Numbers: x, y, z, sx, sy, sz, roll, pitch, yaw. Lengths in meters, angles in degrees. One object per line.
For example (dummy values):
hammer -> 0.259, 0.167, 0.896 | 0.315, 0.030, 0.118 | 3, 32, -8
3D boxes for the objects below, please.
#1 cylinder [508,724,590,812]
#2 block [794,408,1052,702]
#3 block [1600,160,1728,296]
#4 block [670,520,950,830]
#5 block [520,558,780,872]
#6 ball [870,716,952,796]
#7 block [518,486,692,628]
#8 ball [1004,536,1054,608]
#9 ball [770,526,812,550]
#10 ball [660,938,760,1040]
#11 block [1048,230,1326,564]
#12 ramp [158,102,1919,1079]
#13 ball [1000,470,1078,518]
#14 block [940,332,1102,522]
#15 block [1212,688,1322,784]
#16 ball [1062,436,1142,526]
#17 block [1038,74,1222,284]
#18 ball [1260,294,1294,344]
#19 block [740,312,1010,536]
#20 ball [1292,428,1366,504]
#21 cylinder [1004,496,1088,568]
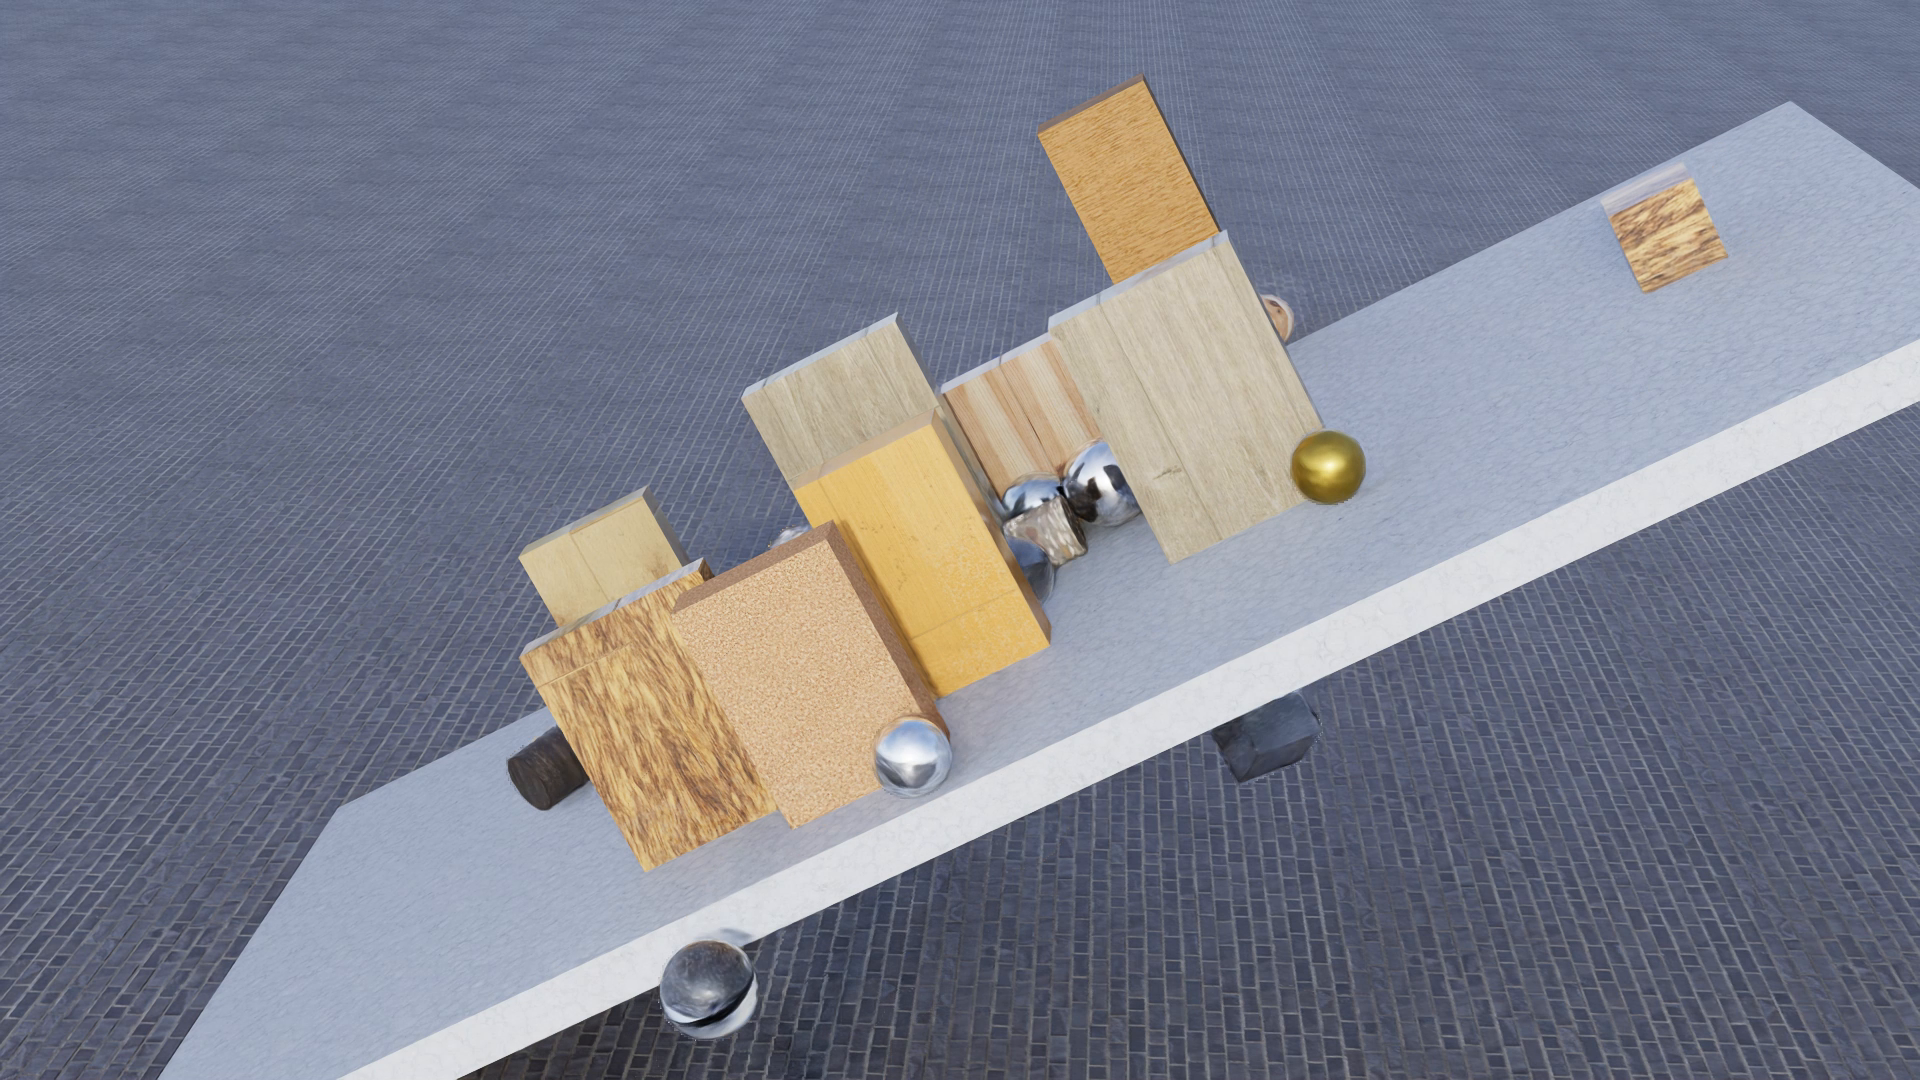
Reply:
cylinder -> -0.911, 0.508, 6.587 | 0.144, 0.144, 0.144 | 17, 44, 44
block -> -0.071, 0.039, 5.866 | 0.306, 0.511, 0.124 | -26, 14, 10
block -> 1.449, -0.645, 6.063 | 0.182, 0.182, 0.182 | -25, 14, 14
block -> -0.279, 0.256, 5.560 | 0.332, 0.479, 0.130 | -26, 14, 10
block -> -0.558, 0.344, 5.741 | 0.398, 0.500, 0.083 | -26, 14, 10
ball -> -0.090, 0.396, 5.383 | 0.147, 0.147, 0.147 | 0, 17, 0
block -> -0.768, 0.156, 6.894 | 0.331, 0.468, 0.091 | -26, 14, 10
ball -> 0.107, 0.079, 6.079 | 0.177, 0.177, 0.177 | 0, 17, 0
ball -> -0.373, 0.057, 7.077 | 0.185, 0.185, 0.185 | 0, 17, 0
ball -> -0.447, 0.802, 5.253 | 0.178, 0.178, 0.178 | 0, 17, 0
block -> 0.477, -0.283, 5.889 | 0.396, 0.545, 0.112 | -26, 14, 10
ramp -> 0.140, 0.167, 6.281 | 4.000, 0.100, 2.000 | -26, 14, 10
ball -> 0.175, -0.065, 6.473 | 0.174, 0.174, 0.174 | 0, 17, 0
block -> 0.189, -0.230, 6.563 | 0.312, 0.401, 0.095 | -26, 14, 10
block -> 0.804, 0.493, 7.791 | 0.194, 0.194, 0.194 | -18, 67, -20
ball -> 0.319, -0.127, 6.373 | 0.195, 0.195, 0.195 | 0, 17, 0
block -> 0.477, -0.700, 6.957 | 0.275, 0.750, 0.133 | -26, 14, 10
ball -> 0.755, -0.536, 7.262 | 0.141, 0.141, 0.141 | 0, 17, 0
block -> -0.153, -0.124, 6.355 | 0.373, 0.634, 0.095 | -26, 14, 10
ball -> 0.721, -0.145, 5.755 | 0.146, 0.146, 0.146 | 0, 17, 0
cylinder -> 0.185, -0.006, 6.320 | 0.137, 0.137, 0.137 | -26, 14, 11
